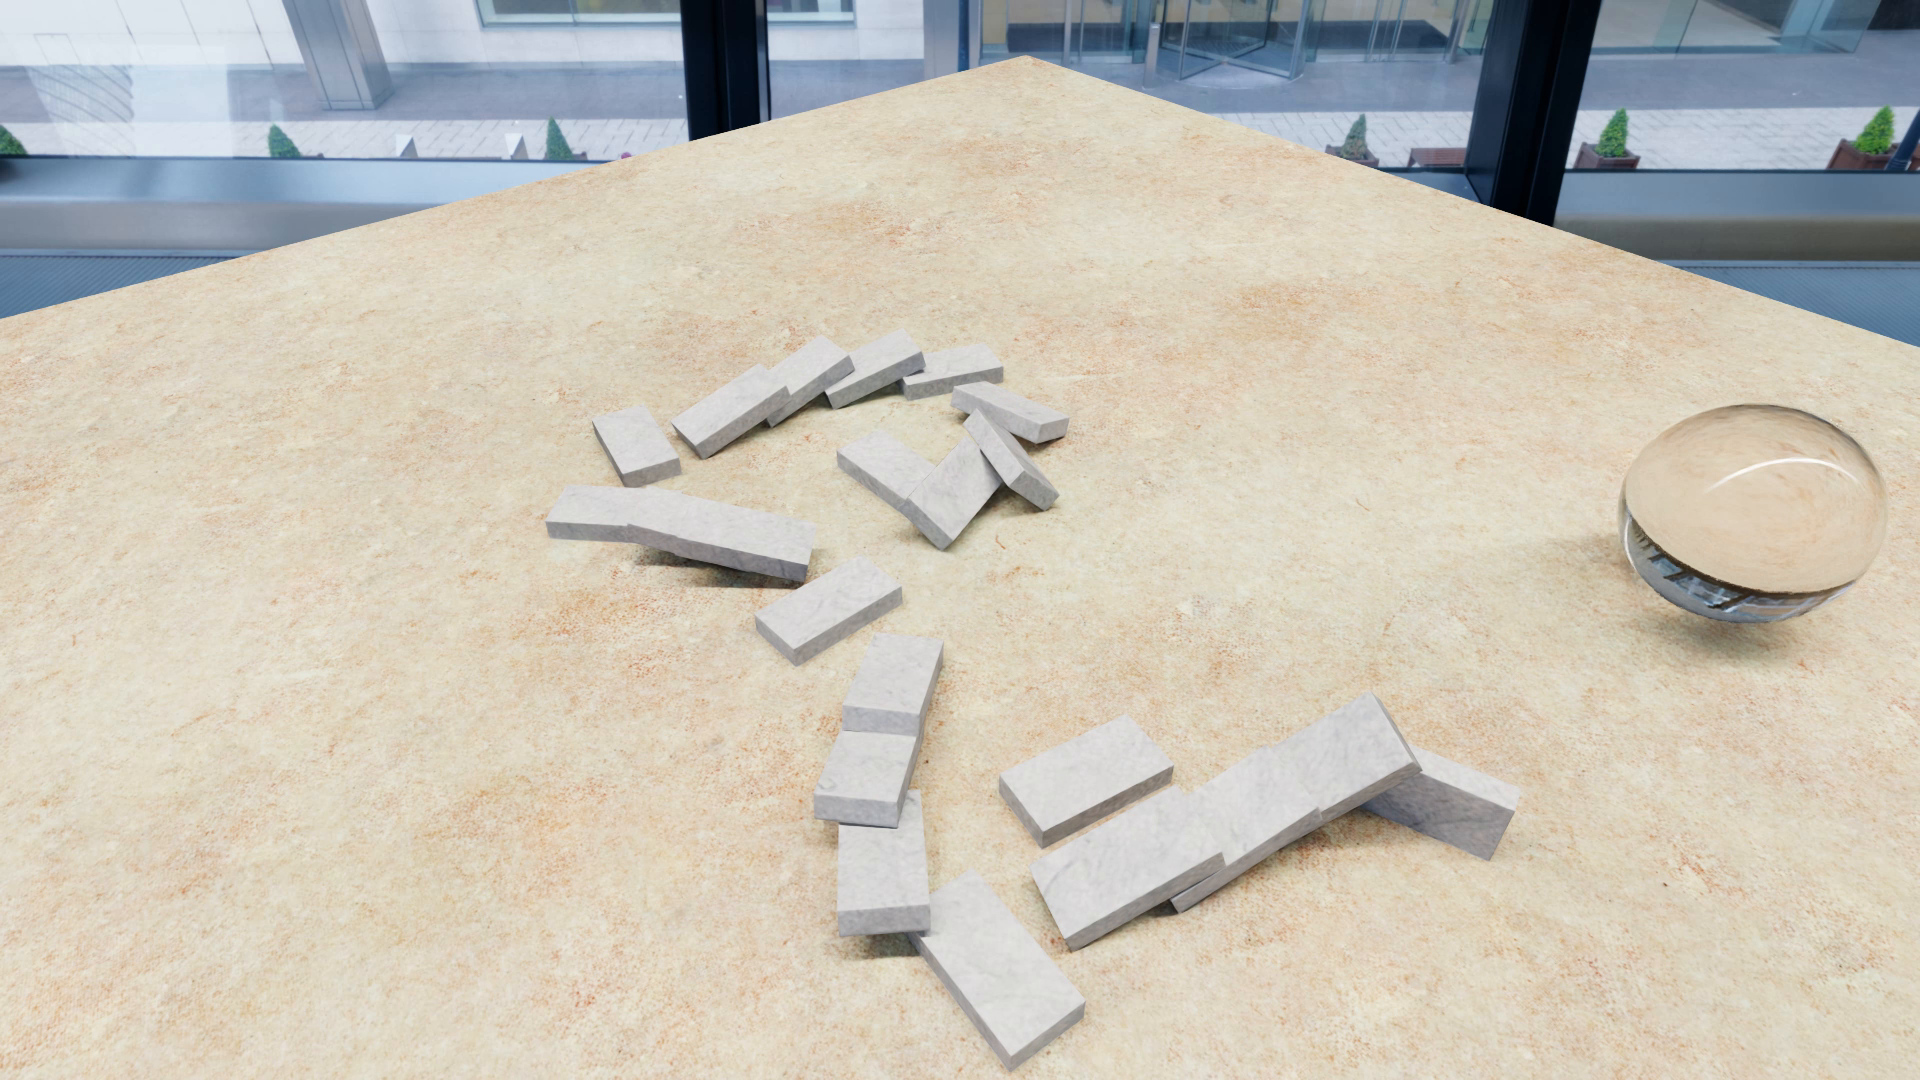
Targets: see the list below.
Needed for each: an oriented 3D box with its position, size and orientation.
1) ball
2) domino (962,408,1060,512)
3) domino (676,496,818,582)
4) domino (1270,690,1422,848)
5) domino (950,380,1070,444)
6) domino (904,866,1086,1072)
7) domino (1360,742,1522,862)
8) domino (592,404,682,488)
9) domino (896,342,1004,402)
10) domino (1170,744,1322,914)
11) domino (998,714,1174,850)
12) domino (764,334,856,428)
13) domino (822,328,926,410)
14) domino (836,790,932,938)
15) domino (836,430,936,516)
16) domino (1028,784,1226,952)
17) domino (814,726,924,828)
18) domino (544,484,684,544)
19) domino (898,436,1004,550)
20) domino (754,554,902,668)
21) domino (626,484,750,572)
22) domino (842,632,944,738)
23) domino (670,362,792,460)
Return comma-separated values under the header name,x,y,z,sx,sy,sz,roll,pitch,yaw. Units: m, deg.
name,x,y,z,sx,sy,sz,roll,pitch,yaw
ball,0.285,-0.010,0.399,0.080,0.080,0.080,0,39,0
domino,0.022,-0.035,0.474,0.010,0.025,0.050,-47,42,14
domino,-0.083,0.000,0.428,0.050,0.009,0.025,12,40,-7
domino,0.109,0.070,0.332,0.050,0.010,0.025,-37,46,20
domino,0.023,-0.060,0.511,0.050,0.009,0.025,27,28,29
domino,0.008,0.116,0.302,0.025,0.009,0.050,-25,45,-27
domino,0.141,0.077,0.337,0.050,0.025,0.009,21,44,24
domino,-0.146,-0.042,0.495,0.025,0.010,0.050,-20,43,-23
domino,-0.006,-0.084,0.546,0.050,0.009,0.025,-13,41,-16
domino,0.078,0.085,0.325,0.050,0.010,0.025,-32,45,-2
domino,0.040,0.076,0.351,0.050,0.010,0.025,-20,44,-23
domino,-0.078,-0.076,0.526,0.050,0.010,0.025,-38,50,-16
domino,-0.044,-0.084,0.536,0.050,0.009,0.025,-27,44,-8
domino,-0.023,0.093,0.320,0.025,0.010,0.050,-3,24,-4
domino,-0.029,-0.029,0.479,0.025,0.010,0.050,-29,48,-31
domino,0.048,0.094,0.316,0.050,0.010,0.025,-28,44,-3
domino,-0.028,0.070,0.347,0.025,0.010,0.050,4,23,6
domino,-0.142,-0.011,0.456,0.050,0.009,0.025,3,39,4
domino,-0.002,-0.020,0.458,0.025,0.010,0.050,44,47,-4
domino,-0.049,0.026,0.412,0.050,0.009,0.025,-30,48,-32
domino,-0.104,-0.005,0.440,0.050,0.010,0.025,15,39,-5
domino,-0.022,0.048,0.374,0.025,0.009,0.050,5,23,7
domino,-0.105,-0.060,0.506,0.050,0.009,0.025,-37,50,-17
